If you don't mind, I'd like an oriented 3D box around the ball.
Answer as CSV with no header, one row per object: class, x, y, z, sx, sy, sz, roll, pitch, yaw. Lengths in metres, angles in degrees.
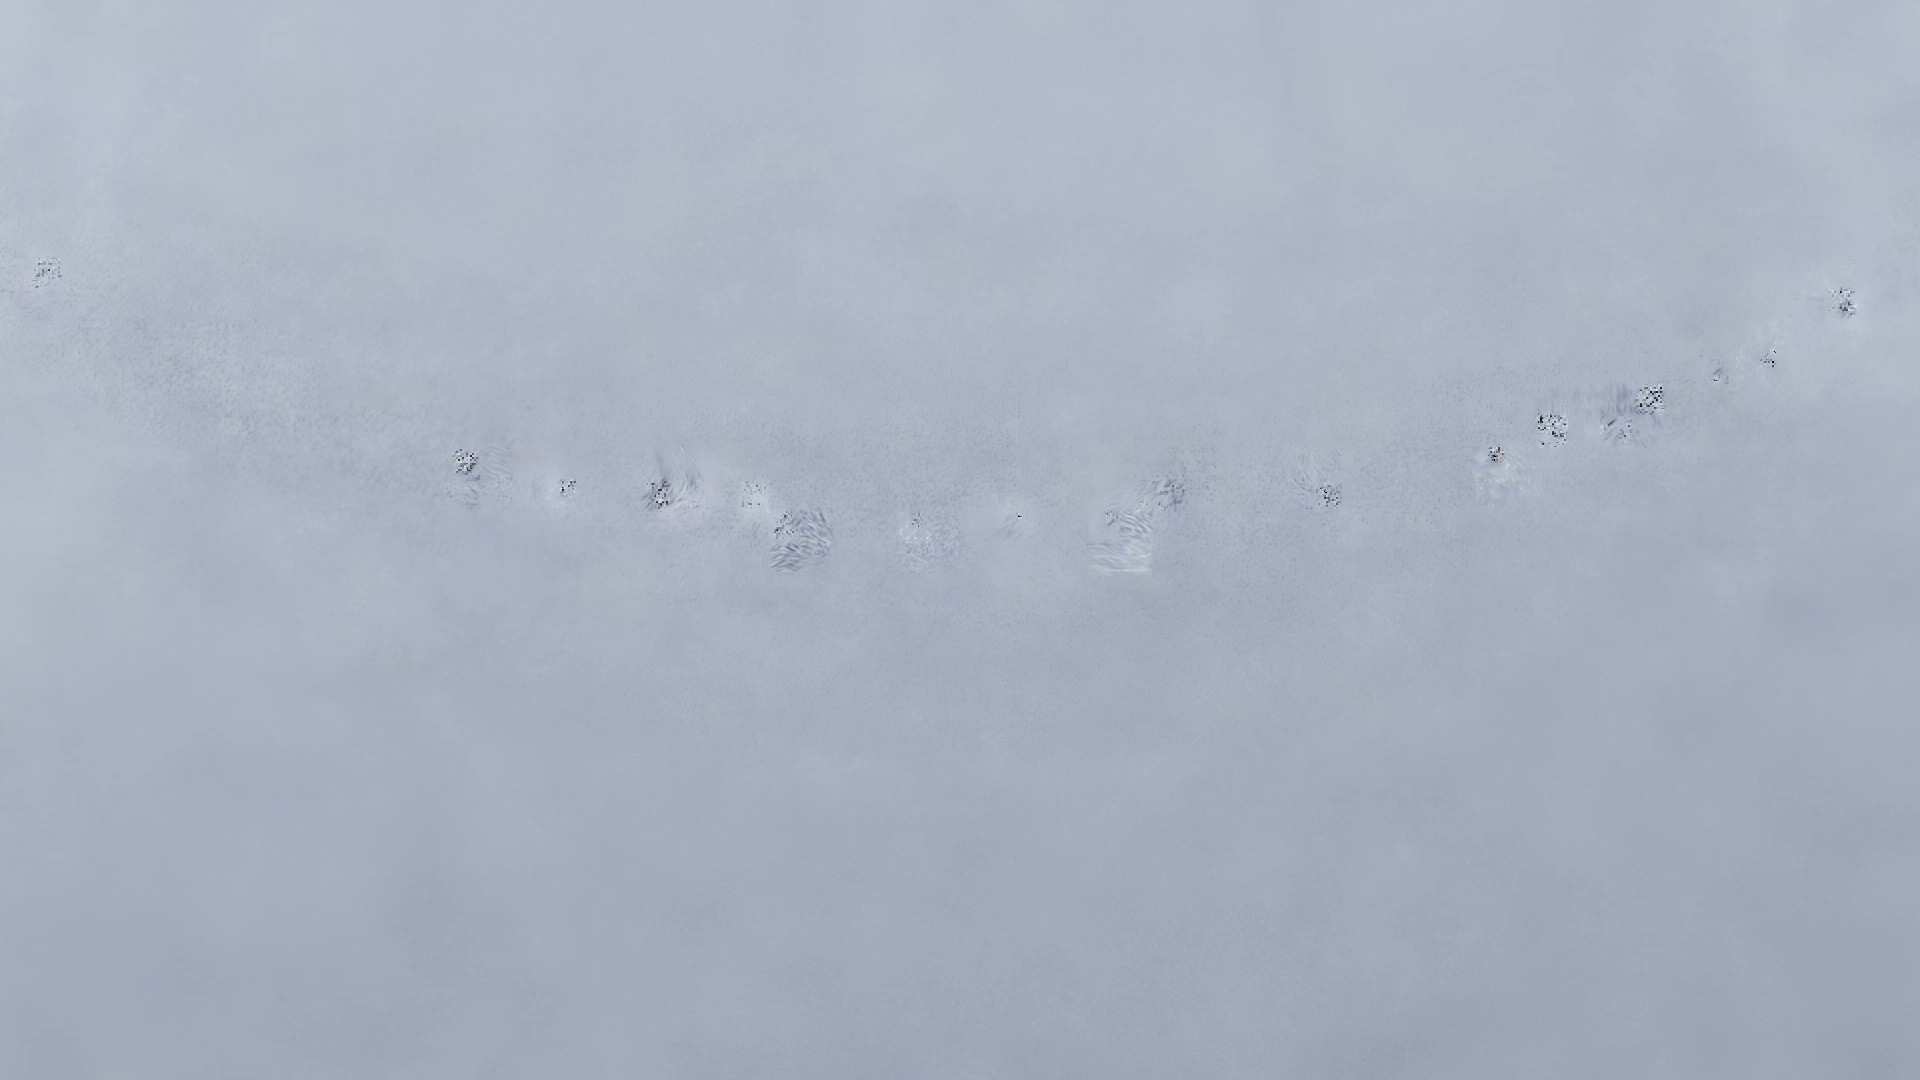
ball,0.000,-0.002,0.056,0.080,0.080,0.080,0,4,0
